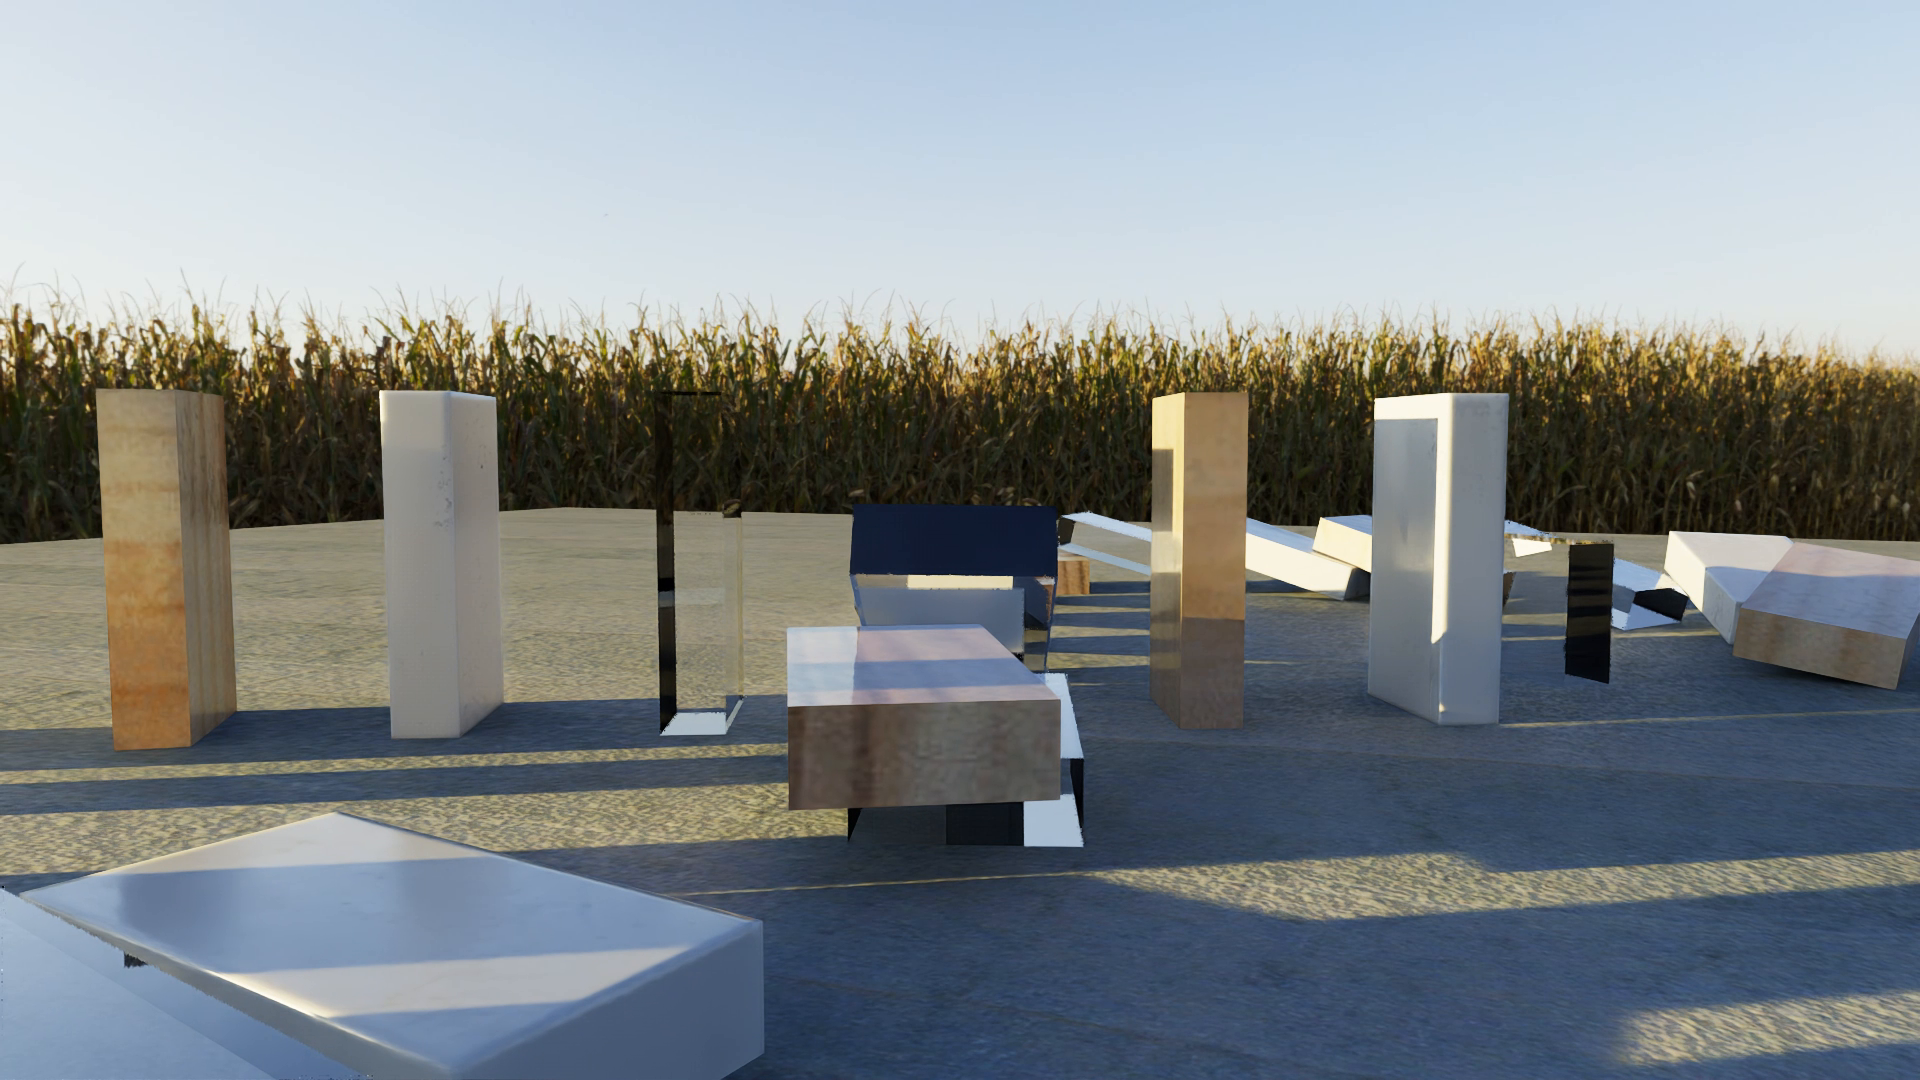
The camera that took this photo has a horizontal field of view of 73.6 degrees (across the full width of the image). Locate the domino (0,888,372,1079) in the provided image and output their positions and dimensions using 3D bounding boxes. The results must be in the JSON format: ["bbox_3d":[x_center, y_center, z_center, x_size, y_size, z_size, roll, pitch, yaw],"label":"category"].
[{"bbox_3d":[-0.058,0.033,0.071,0.050,0.010,0.025,3,5,35],"label":"domino"}]

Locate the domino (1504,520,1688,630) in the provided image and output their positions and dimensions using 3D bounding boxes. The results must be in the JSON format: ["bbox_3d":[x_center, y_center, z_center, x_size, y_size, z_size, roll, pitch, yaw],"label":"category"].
[{"bbox_3d":[0.149,0.008,0.318,0.025,0.010,0.050,-3,20,-34],"label":"domino"}]

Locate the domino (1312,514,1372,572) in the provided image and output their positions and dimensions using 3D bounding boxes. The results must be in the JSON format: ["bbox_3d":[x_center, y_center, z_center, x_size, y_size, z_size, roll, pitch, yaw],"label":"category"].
[{"bbox_3d":[0.124,0.006,0.347,0.025,0.009,0.050,-4,21,-42],"label":"domino"}]

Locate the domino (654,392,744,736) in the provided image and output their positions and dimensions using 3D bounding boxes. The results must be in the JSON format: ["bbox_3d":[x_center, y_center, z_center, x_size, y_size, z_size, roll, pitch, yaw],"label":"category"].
[{"bbox_3d":[-0.040,0.003,0.199,0.010,0.050,0.025,0,4,-3],"label":"domino"}]

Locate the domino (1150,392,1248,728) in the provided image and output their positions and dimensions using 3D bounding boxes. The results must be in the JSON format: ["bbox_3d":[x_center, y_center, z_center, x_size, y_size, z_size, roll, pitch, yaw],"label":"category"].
[{"bbox_3d":[0.037,0.002,0.202,0.010,0.050,0.025,0,4,-2],"label":"domino"}]

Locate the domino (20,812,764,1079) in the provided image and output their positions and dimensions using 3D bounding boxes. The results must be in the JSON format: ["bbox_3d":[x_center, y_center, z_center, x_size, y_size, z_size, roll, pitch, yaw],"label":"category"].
[{"bbox_3d":[-0.041,0.031,0.092,0.050,0.010,0.025,3,5,32],"label":"domino"}]

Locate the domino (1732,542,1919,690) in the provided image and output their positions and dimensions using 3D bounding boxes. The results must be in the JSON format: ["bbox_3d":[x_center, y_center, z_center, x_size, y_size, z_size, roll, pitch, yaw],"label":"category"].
[{"bbox_3d":[0.169,0.013,0.246,0.025,0.010,0.050,14,23,40],"label":"domino"}]

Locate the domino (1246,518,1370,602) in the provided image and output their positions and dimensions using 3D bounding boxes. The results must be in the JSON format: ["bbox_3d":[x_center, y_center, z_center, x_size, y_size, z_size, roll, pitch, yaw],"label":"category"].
[{"bbox_3d":[0.092,0.004,0.369,0.050,0.010,0.025,21,16,34],"label":"domino"}]

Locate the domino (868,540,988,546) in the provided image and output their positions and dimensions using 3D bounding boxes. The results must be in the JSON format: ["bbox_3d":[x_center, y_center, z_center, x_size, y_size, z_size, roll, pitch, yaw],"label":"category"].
[{"bbox_3d":[-0.003,0.010,0.290,0.025,0.009,0.050,1,-11,11],"label":"domino"}]

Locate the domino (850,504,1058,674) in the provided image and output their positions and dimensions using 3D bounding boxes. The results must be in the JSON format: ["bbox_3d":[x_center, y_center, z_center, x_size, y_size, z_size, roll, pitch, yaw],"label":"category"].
[{"bbox_3d":[0.000,0.011,0.178,0.025,0.010,0.050,1,-25,1],"label":"domino"}]

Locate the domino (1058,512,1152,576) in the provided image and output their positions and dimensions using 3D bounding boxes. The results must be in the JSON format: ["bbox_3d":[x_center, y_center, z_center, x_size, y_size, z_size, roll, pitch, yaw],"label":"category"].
[{"bbox_3d":[0.056,0.003,0.384,0.050,0.010,0.025,17,11,23],"label":"domino"}]

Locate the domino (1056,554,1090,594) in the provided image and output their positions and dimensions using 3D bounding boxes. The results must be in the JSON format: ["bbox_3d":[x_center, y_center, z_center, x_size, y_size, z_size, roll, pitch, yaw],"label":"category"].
[{"bbox_3d":[0.011,0.010,0.375,0.050,0.010,0.025,0,4,-1],"label":"domino"}]

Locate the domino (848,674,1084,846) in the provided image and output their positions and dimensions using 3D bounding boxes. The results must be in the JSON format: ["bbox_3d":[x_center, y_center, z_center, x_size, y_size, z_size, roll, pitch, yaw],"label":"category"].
[{"bbox_3d":[0.002,0.026,0.161,0.025,0.009,0.050,0,4,2],"label":"domino"}]

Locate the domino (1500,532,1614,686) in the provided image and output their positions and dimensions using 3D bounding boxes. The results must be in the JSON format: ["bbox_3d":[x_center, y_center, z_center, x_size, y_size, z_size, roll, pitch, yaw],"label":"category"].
[{"bbox_3d":[0.104,0.011,0.249,0.010,0.025,0.050,-1,4,-16],"label":"domino"}]

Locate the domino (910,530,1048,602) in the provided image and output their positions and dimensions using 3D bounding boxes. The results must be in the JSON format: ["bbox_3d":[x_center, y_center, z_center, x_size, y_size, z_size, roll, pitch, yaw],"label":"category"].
[{"bbox_3d":[0.006,0.007,0.326,0.025,0.010,0.050,1,-11,14],"label":"domino"}]

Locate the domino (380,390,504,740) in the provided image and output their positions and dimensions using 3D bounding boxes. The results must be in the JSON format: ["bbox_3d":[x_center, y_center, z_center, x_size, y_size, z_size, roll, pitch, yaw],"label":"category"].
[{"bbox_3d":[-0.078,0.003,0.196,0.010,0.050,0.025,0,4,-5],"label":"domino"}]

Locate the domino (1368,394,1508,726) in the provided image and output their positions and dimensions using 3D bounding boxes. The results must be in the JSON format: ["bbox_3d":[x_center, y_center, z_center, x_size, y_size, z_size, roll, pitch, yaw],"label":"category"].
[{"bbox_3d":[0.076,0.002,0.205,0.009,0.050,0.025,-1,4,-7],"label":"domino"}]

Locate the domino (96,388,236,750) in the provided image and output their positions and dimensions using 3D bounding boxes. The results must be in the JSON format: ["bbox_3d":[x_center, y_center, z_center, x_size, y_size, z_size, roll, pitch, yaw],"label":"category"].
[{"bbox_3d":[-0.116,0.003,0.189,0.009,0.050,0.025,-1,4,-16],"label":"domino"}]

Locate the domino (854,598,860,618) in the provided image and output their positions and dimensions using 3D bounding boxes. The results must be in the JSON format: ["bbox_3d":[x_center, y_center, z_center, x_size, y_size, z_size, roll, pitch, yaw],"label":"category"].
[{"bbox_3d":[-0.002,0.013,0.213,0.025,0.009,0.050,0,-18,2],"label":"domino"}]

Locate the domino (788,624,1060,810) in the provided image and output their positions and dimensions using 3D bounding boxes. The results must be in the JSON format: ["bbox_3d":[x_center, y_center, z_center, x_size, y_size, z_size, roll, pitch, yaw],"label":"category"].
[{"bbox_3d":[-0.006,0.018,0.142,0.025,0.010,0.050,-1,4,-8],"label":"domino"}]

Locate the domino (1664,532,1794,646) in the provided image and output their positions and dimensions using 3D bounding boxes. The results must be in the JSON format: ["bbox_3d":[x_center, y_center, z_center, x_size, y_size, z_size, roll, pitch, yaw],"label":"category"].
[{"bbox_3d":[0.178,0.010,0.286,0.025,0.009,0.050,3,18,14],"label":"domino"}]
